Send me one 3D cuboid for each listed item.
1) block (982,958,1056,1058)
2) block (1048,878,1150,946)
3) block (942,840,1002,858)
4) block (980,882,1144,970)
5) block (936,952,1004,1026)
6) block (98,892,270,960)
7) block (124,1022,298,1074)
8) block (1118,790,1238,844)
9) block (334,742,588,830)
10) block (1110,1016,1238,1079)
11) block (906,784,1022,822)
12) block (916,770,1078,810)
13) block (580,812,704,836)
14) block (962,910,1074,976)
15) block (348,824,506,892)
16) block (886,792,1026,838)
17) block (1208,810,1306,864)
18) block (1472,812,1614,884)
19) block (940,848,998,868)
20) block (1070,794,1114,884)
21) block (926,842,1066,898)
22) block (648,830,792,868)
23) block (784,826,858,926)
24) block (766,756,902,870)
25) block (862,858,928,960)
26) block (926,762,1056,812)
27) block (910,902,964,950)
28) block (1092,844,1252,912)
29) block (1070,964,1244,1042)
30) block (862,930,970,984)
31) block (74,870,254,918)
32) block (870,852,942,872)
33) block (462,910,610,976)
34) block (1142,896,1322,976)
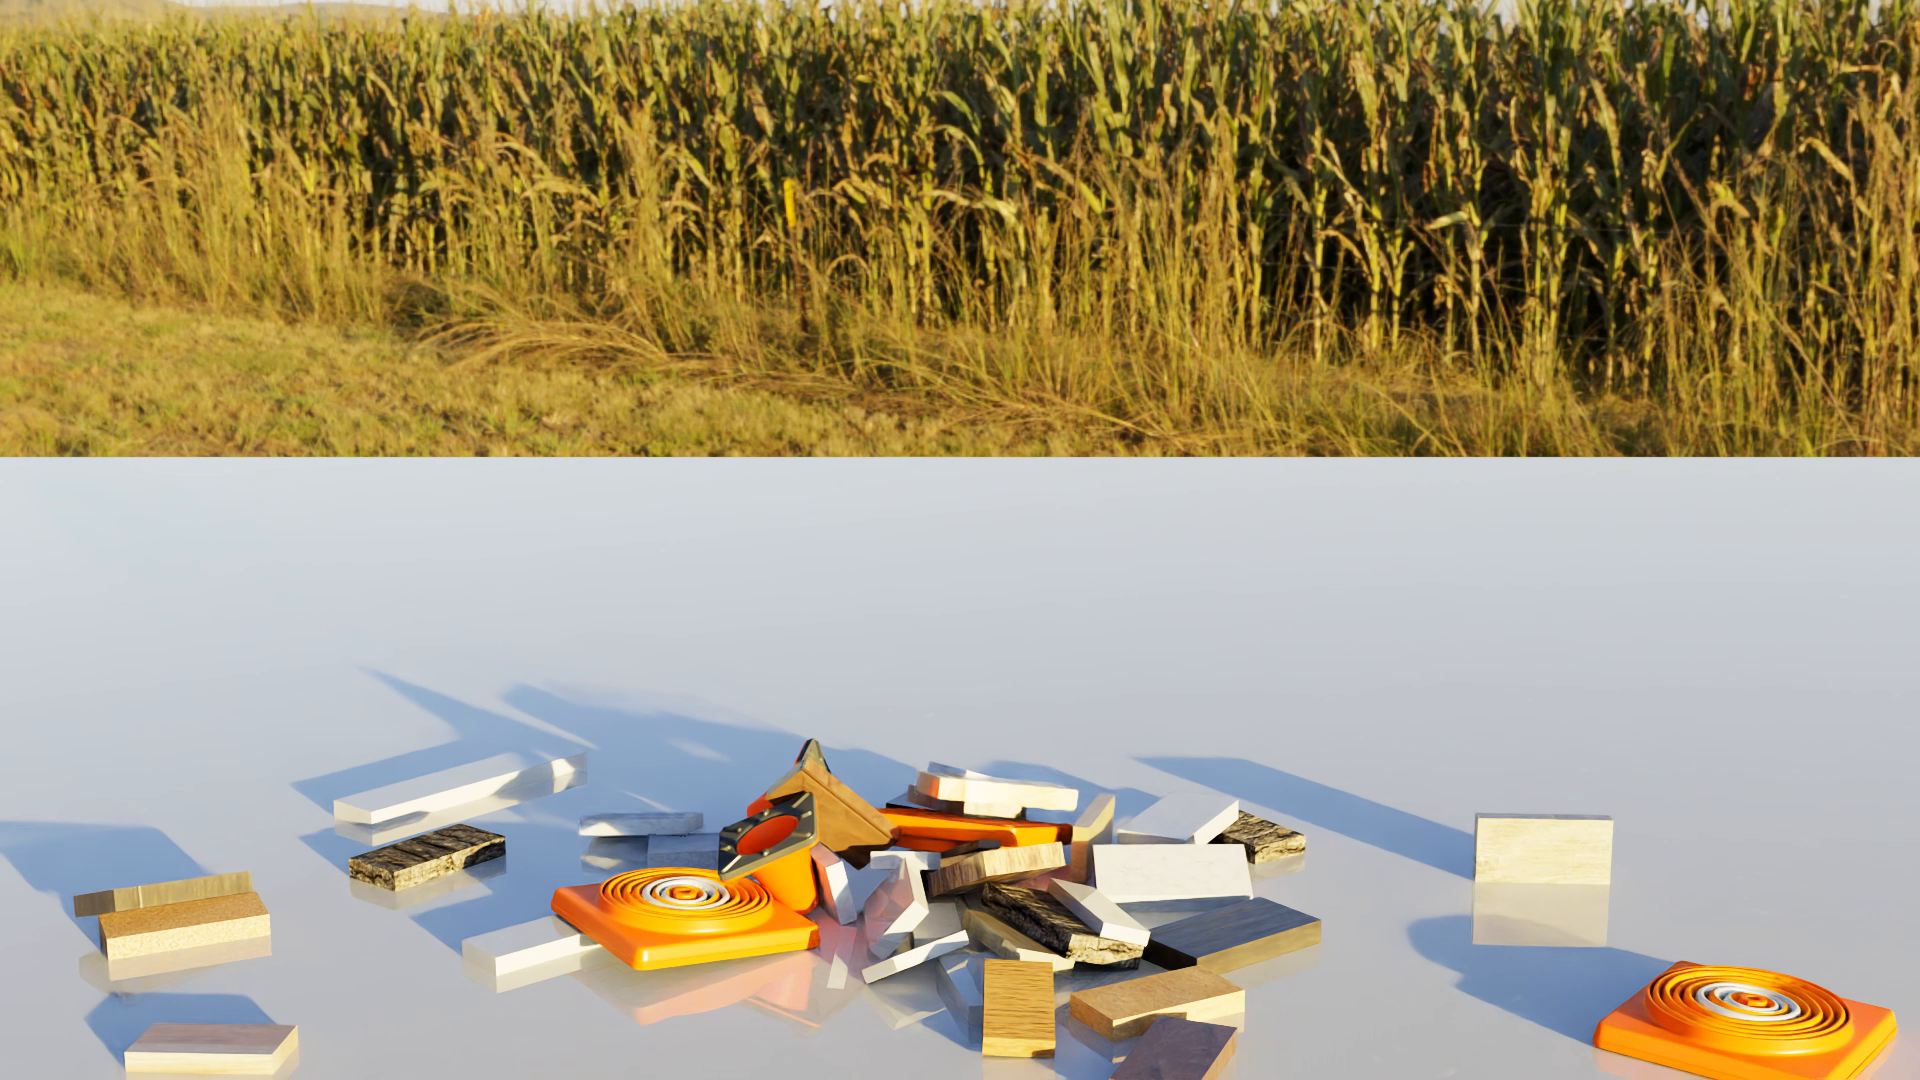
[{"bbox_3d":[0.083,0.659,3.103,0.099,0.028,0.198,3,22,0],"label":"block"},{"bbox_3d":[0.215,0.582,3.449,0.077,0.022,0.263,15,2,-17],"label":"block"},{"bbox_3d":[0.018,0.506,3.589,0.047,0.013,0.094,8,-24,-40],"label":"block"},{"bbox_3d":[0.156,0.598,3.419,0.134,0.038,0.268,14,2,-29],"label":"block"},{"bbox_3d":[0.037,0.657,3.232,0.099,0.028,0.198,-3,11,-14],"label":"block"},{"bbox_3d":[-1.226,0.608,3.477,0.241,0.034,0.121,-5,12,-26],"label":"block"},{"bbox_3d":[-1.025,0.697,3.015,0.202,0.029,0.101,0,11,3],"label":"block"},{"bbox_3d":[0.386,0.501,3.874,0.126,0.036,0.252,5,12,27],"label":"block"},{"bbox_3d":[-0.953,0.468,4.234,0.116,0.033,0.513,9,14,39],"label":"block"},{"bbox_3d":[0.290,0.705,2.962,0.113,0.032,0.226,4,11,21],"label":"block"},{"bbox_3d":[0.006,0.467,3.916,0.112,0.032,0.224,8,-2,-27],"label":"block"},{"bbox_3d":[0.064,0.437,3.829,0.252,0.036,0.126,7,-2,-18],"label":"block"},{"bbox_3d":[-0.571,0.509,3.942,0.197,0.028,0.099,-2,0,13],"label":"block"},{"bbox_3d":[0.088,0.615,3.364,0.099,0.028,0.198,15,2,-24],"label":"block"},{"bbox_3d":[-0.919,0.547,3.804,0.121,0.034,0.241,8,13,36],"label":"block"},{"bbox_3d":[-0.008,0.502,4.054,0.231,0.033,0.116,6,12,29],"label":"block"},{"bbox_3d":[0.496,0.524,3.936,0.116,0.033,0.231,-7,13,-33],"label":"block"},{"bbox_3d":[0.986,0.523,3.726,0.224,0.112,0.032,1,11,3],"label":"block"},{"bbox_3d":[0.020,0.518,3.577,0.095,0.013,0.047,-14,-14,17],"label":"block"},{"bbox_3d":[0.229,0.514,3.803,0.028,0.099,0.197,7,12,16],"label":"block"},{"bbox_3d":[0.055,0.534,3.558,0.134,0.038,0.268,-4,-14,-22],"label":"block"},{"bbox_3d":[-0.418,0.542,3.853,0.254,0.028,0.099,-1,11,-6],"label":"block"},{"bbox_3d":[-0.230,0.547,3.604,0.029,0.103,0.207,-19,17,-20],"label":"block"},{"bbox_3d":[-0.209,0.454,3.639,0.103,0.207,0.029,-40,19,31],"label":"block"},{"bbox_3d":[-0.103,0.579,3.464,0.029,0.103,0.207,41,4,-11],"label":"block"},{"bbox_3d":[0.059,0.448,3.990,0.224,0.032,0.112,19,-8,-37],"label":"block"},{"bbox_3d":[-0.040,0.613,3.485,0.077,0.022,0.155,-1,11,-5],"label":"block"},{"bbox_3d":[0.348,0.557,3.625,0.252,0.036,0.126,0,33,-1],"label":"block"},{"bbox_3d":[0.285,0.666,3.170,0.226,0.032,0.113,-6,12,-29],"label":"block"},{"bbox_3d":[-0.066,0.627,3.310,0.155,0.022,0.077,-11,-15,-45],"label":"block"},{"bbox_3d":[-1.273,0.566,3.520,0.121,0.034,0.241,-14,-8,38],"label":"block"},{"bbox_3d":[-0.062,0.537,3.672,0.101,0.029,0.202,-3,-10,22],"label":"block"},{"bbox_3d":[-0.657,0.623,3.412,0.202,0.029,0.101,-9,14,-41],"label":"block"},{"bbox_3d":[0.418,0.618,3.415,0.268,0.038,0.134,-8,13,-37],"label":"block"}]
